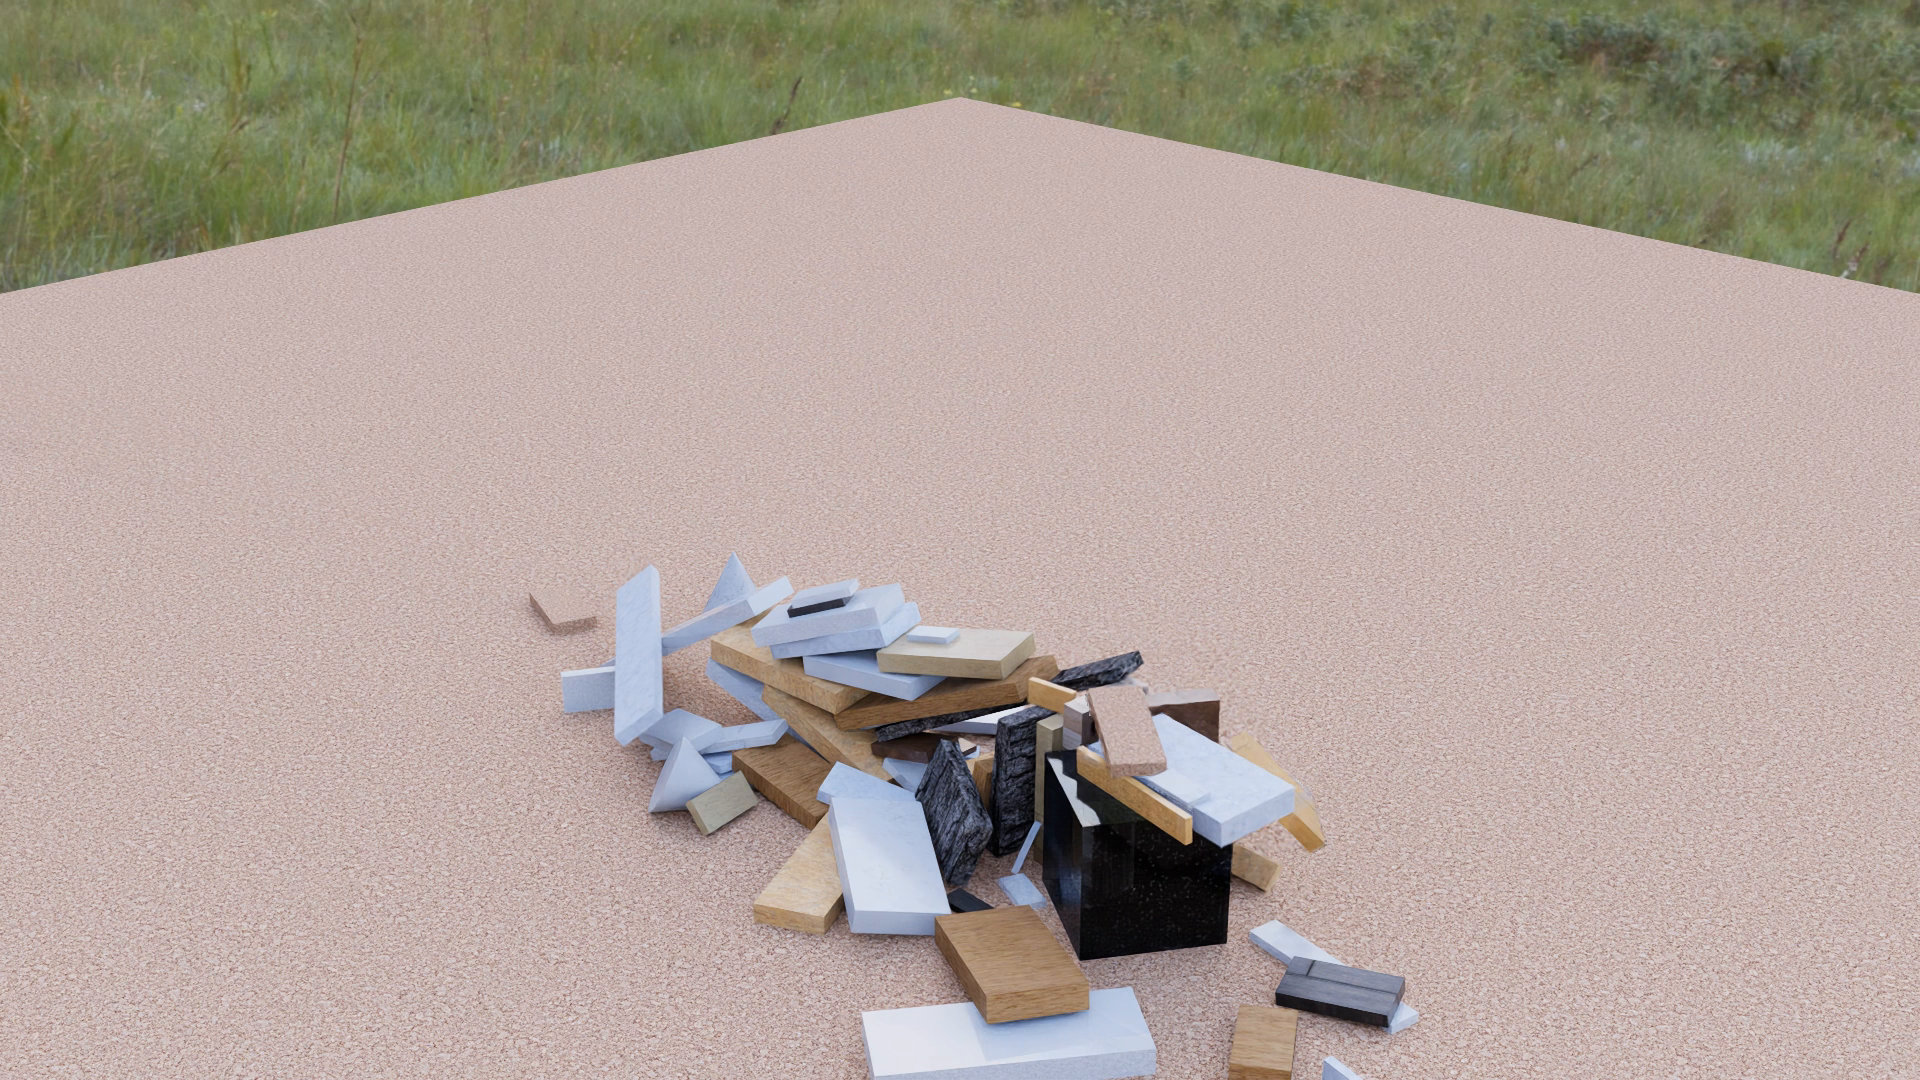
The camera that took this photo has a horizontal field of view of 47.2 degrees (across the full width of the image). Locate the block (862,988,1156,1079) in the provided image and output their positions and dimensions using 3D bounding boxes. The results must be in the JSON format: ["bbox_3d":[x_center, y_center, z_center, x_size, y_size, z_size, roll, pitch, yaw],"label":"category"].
[{"bbox_3d":[0.079,0.846,3.701,0.470,0.051,0.180,-4,23,-8],"label":"block"}]

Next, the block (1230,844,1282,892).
[{"bbox_3d":[0.558,0.628,4.216,0.111,0.055,0.016,23,-13,42],"label":"block"}]

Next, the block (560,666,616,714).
[{"bbox_3d":[-0.790,0.328,4.873,0.179,0.090,0.025,-6,24,-14],"label":"block"}]

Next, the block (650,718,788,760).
[{"bbox_3d":[-0.508,0.421,4.631,0.294,0.021,0.075,-10,18,22],"label":"block"}]

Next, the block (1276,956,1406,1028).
[{"bbox_3d":[0.662,0.786,3.830,0.202,0.029,0.101,7,33,27],"label":"block"}]

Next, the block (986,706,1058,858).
[{"bbox_3d":[0.134,0.463,4.276,0.152,0.304,0.043,-16,35,-33],"label":"block"}]

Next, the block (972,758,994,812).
[{"bbox_3d":[0.153,0.487,4.373,0.304,0.152,0.043,-9,32,-34],"label":"block"}]

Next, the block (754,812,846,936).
[{"bbox_3d":[-0.257,0.635,4.213,0.141,0.040,0.356,8,24,18],"label":"block"}]

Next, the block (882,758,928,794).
[{"bbox_3d":[-0.067,0.493,4.487,0.088,0.025,0.175,-24,53,-39],"label":"block"}]

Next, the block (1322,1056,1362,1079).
[{"bbox_3d":[0.637,0.898,3.561,0.018,0.065,0.130,-14,27,-30],"label":"block"}]

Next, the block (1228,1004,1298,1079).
[{"bbox_3d":[0.512,0.848,3.701,0.101,0.029,0.202,5,18,11],"label":"block"}]

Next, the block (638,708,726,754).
[{"bbox_3d":[-0.594,0.409,4.663,0.105,0.030,0.211,-26,19,-27],"label":"block"}]

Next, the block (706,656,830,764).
[{"bbox_3d":[-0.357,0.330,4.725,0.353,0.050,0.176,35,42,22],"label":"block"}]

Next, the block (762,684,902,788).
[{"bbox_3d":[-0.233,0.389,4.615,0.353,0.050,0.176,39,44,26],"label":"block"}]

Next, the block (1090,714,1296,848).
[{"bbox_3d":[0.414,0.428,3.959,0.176,0.050,0.353,-20,30,-32],"label":"block"}]

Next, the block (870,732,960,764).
[{"bbox_3d":[-0.092,0.421,4.487,0.088,0.025,0.175,-23,17,-39],"label":"block"}]

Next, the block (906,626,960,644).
[{"bbox_3d":[-0.055,0.191,4.441,0.095,0.014,0.048,3,22,33],"label":"block"}]

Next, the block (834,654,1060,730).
[{"bbox_3d":[-0.032,0.310,4.439,0.488,0.040,0.143,-13,13,40],"label":"block"}]

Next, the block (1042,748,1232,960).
[{"bbox_3d":[0.323,0.567,4.067,0.279,0.279,0.279,-5,23,-11],"label":"block"}]

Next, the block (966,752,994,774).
[{"bbox_3d":[0.128,0.470,4.583,0.237,0.034,0.118,-17,28,-23],"label":"block"}]

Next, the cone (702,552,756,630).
[{"bbox_3d":[-0.543,0.103,5.300,0.170,0.170,0.170,0,23,0],"label":"cone"}]

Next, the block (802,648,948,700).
[{"bbox_3d":[-0.167,0.256,4.514,0.285,0.040,0.143,11,28,37],"label":"block"}]

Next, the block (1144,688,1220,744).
[{"bbox_3d":[0.399,0.461,4.222,0.176,0.353,0.050,-4,23,-10],"label":"block"}]

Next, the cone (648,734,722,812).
[{"bbox_3d":[-0.519,0.507,4.468,0.171,0.171,0.171,24,20,-11],"label":"cone"}]

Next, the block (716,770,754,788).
[{"bbox_3d":[-0.454,0.493,4.572,0.150,0.021,0.075,-14,27,-29],"label":"block"}]

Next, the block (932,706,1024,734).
[{"bbox_3d":[0.039,0.385,4.783,0.194,0.027,0.097,3,23,8],"label":"block"}]

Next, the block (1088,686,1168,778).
[{"bbox_3d":[0.304,0.349,4.022,0.101,0.029,0.257,-2,28,-6],"label":"block"}]

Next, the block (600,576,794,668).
[{"bbox_3d":[-0.591,0.200,4.900,0.506,0.041,0.144,-24,6,38],"label":"block"}]

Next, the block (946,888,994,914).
[{"bbox_3d":[0.015,0.686,4.125,0.049,0.014,0.098,-20,30,-39],"label":"block"}]

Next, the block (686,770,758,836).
[{"bbox_3d":[-0.478,0.529,4.422,0.021,0.075,0.150,-30,-1,41],"label":"block"}]

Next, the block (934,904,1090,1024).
[{"bbox_3d":[0.086,0.741,3.865,0.180,0.051,0.359,-5,13,-14],"label":"block"}]

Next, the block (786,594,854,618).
[{"bbox_3d":[-0.289,0.131,4.548,0.126,0.018,0.063,-12,14,19],"label":"block"}]

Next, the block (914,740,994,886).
[{"bbox_3d":[-0.014,0.529,4.281,0.040,0.141,0.283,13,25,-23],"label":"block"}]

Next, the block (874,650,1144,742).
[{"bbox_3d":[0.091,0.315,4.394,0.598,0.027,0.097,-17,8,34],"label":"block"}]

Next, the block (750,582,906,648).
[{"bbox_3d":[-0.274,0.156,4.555,0.289,0.041,0.144,-11,15,23],"label":"block"}]

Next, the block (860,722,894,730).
[{"bbox_3d":[-0.153,0.368,4.552,0.108,0.015,0.054,-17,10,35],"label":"block"}]

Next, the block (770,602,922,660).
[{"bbox_3d":[-0.240,0.188,4.562,0.289,0.041,0.144,-8,16,33],"label":"block"}]

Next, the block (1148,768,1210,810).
[{"bbox_3d":[0.385,0.438,3.864,0.053,0.015,0.105,-19,29,-30],"label":"block"}]

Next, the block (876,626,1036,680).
[{"bbox_3d":[-0.008,0.224,4.405,0.285,0.040,0.143,2,22,30],"label":"block"}]

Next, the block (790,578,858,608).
[{"bbox_3d":[-0.279,0.110,4.542,0.130,0.018,0.063,-13,14,16],"label":"block"}]

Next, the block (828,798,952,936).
[{"bbox_3d":[-0.138,0.615,4.168,0.180,0.051,0.359,5,27,-13],"label":"block"}]

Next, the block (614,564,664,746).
[{"bbox_3d":[-0.709,0.241,4.851,0.105,0.030,0.739,-37,23,8],"label":"block"}]

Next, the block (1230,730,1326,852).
[{"bbox_3d":[0.591,0.468,4.091,0.034,0.237,0.118,-34,33,19],"label":"block"}]

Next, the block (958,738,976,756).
[{"bbox_3d":[-0.015,0.448,4.649,0.095,0.014,0.048,-21,31,-40],"label":"block"}]

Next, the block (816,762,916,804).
[{"bbox_3d":[-0.180,0.519,4.418,0.193,0.027,0.097,22,37,9],"label":"block"}]

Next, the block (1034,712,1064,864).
[{"bbox_3d":[0.215,0.472,4.259,0.152,0.304,0.043,-19,30,-38],"label":"block"}]

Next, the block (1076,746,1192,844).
[{"bbox_3d":[0.308,0.452,3.914,0.015,0.053,0.311,-18,29,-30],"label":"block"}]

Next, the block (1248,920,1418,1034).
[{"bbox_3d":[0.661,0.774,3.913,0.065,0.018,0.360,-15,27,-32],"label":"block"}]

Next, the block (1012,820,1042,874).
[{"bbox_3d":[0.128,0.593,4.239,0.014,0.098,0.049,25,27,6],"label":"block"}]

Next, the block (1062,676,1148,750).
[{"bbox_3d":[0.275,0.454,4.238,0.176,0.353,0.050,-19,31,-38],"label":"block"}]

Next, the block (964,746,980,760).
[{"bbox_3d":[-0.013,0.454,4.670,0.108,0.015,0.054,2,23,4],"label":"block"}]

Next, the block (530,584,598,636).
[{"bbox_3d":[-0.962,0.168,5.328,0.105,0.030,0.211,-11,25,-24],"label":"block"}]

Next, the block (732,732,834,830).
[{"bbox_3d":[-0.327,0.495,4.508,0.141,0.040,0.283,-19,35,-37],"label":"block"}]

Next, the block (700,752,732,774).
[{"bbox_3d":[-0.513,0.462,4.614,0.063,0.018,0.126,-17,17,-39],"label":"block"}]

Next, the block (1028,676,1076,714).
[{"bbox_3d":[0.176,0.300,4.206,0.098,0.049,0.014,17,26,29],"label":"block"}]

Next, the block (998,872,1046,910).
[{"bbox_3d":[0.118,0.668,4.167,0.053,0.015,0.105,-9,25,-21],"label":"block"}]

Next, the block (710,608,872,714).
[{"bbox_3d":[-0.339,0.253,4.659,0.353,0.050,0.176,20,34,33],"label":"block"}]
